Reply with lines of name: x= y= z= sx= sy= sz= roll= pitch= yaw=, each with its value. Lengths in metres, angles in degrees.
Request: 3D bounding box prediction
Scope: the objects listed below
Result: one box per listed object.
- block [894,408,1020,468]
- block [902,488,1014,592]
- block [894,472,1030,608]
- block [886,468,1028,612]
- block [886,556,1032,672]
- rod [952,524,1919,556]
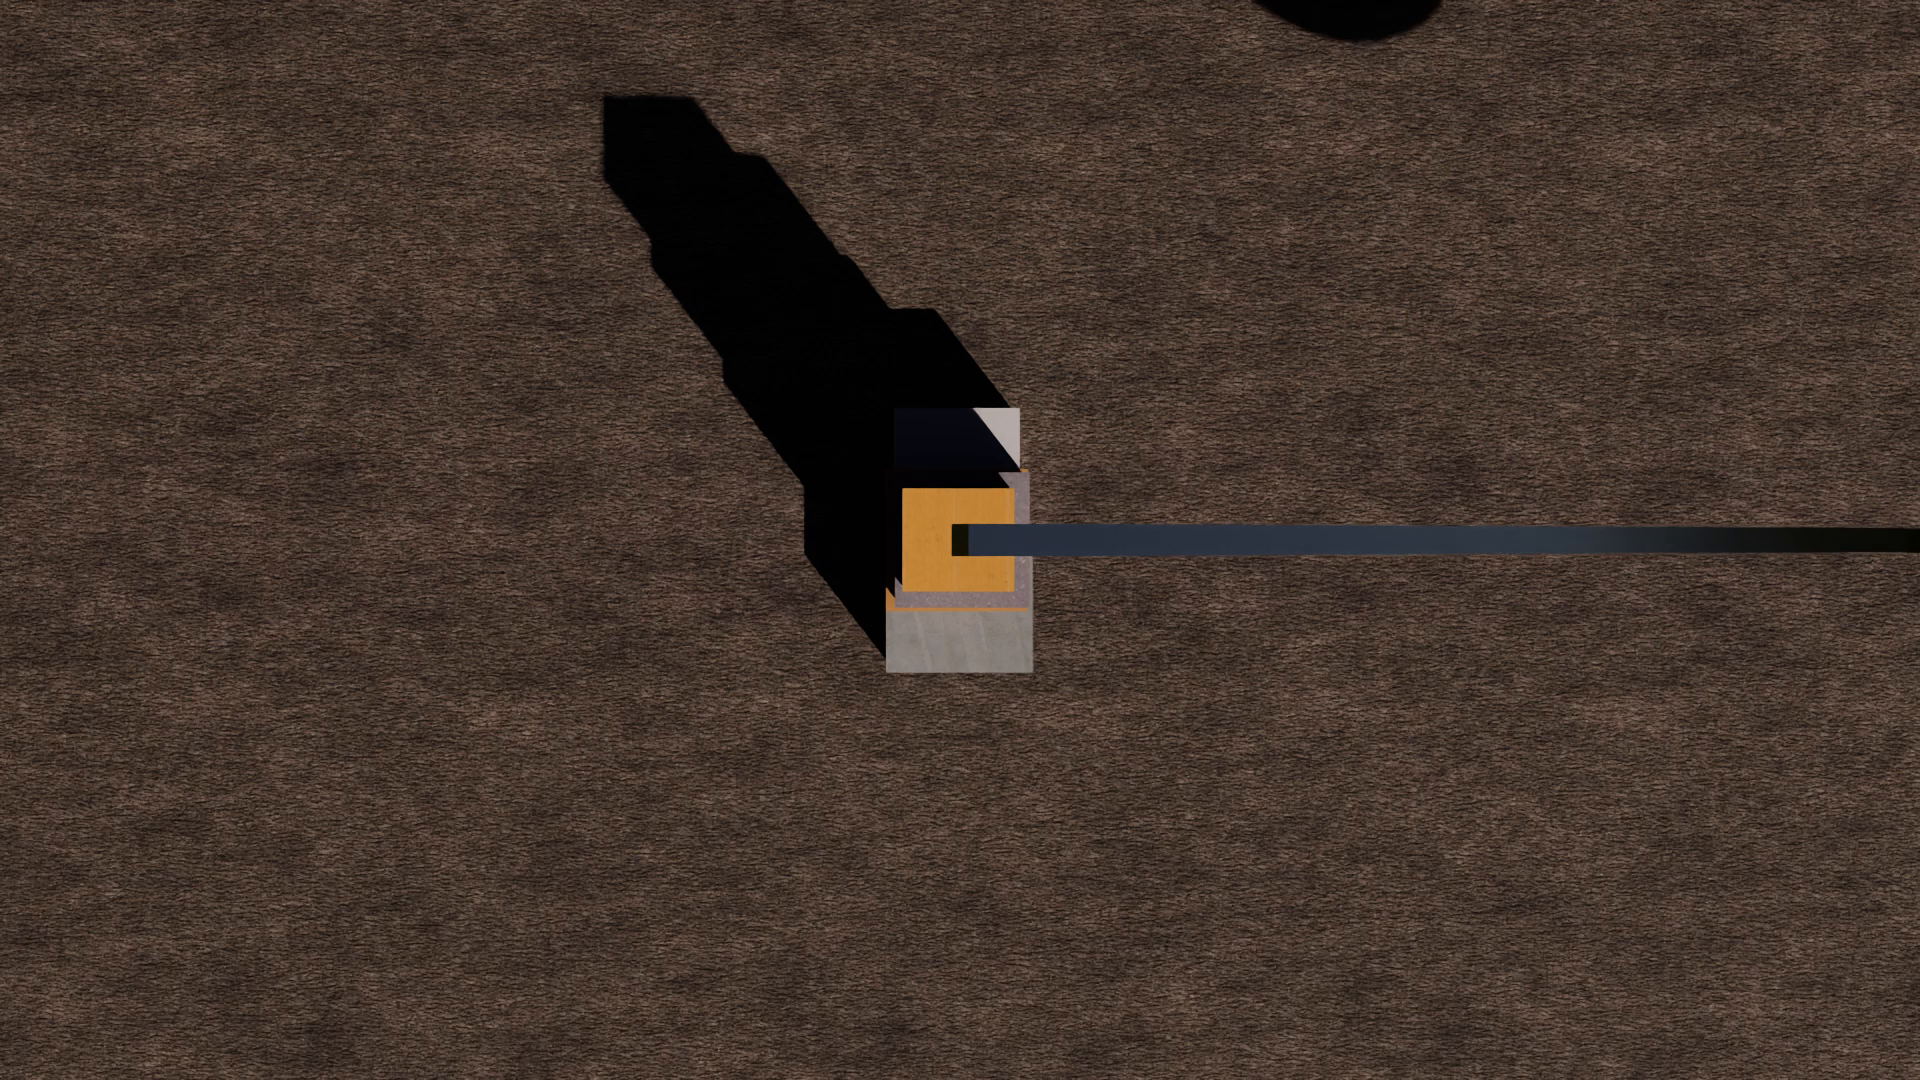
block: x=-0.018 y=-0.399 z=12.652 sx=0.705 sy=0.695 sz=0.681 roll=0 pitch=90 yaw=0
block: x=-0.007 y=0.000 z=10.603 sx=0.528 sy=0.478 sz=0.486 roll=0 pitch=90 yaw=0
block: x=0.011 y=0.000 z=11.194 sx=0.664 sy=0.705 sz=0.667 roll=0 pitch=90 yaw=0
block: x=-0.017 y=0.000 z=11.910 sx=0.746 sy=0.728 sz=0.746 roll=0 pitch=90 yaw=0
block: x=-0.003 y=0.346 z=12.637 sx=0.820 sy=0.726 sz=0.787 roll=0 pitch=90 yaw=0
rod: x=2.212 y=0.000 z=6.784 sx=5.200 sy=0.080 sz=0.080 roll=0 pitch=90 yaw=-32
